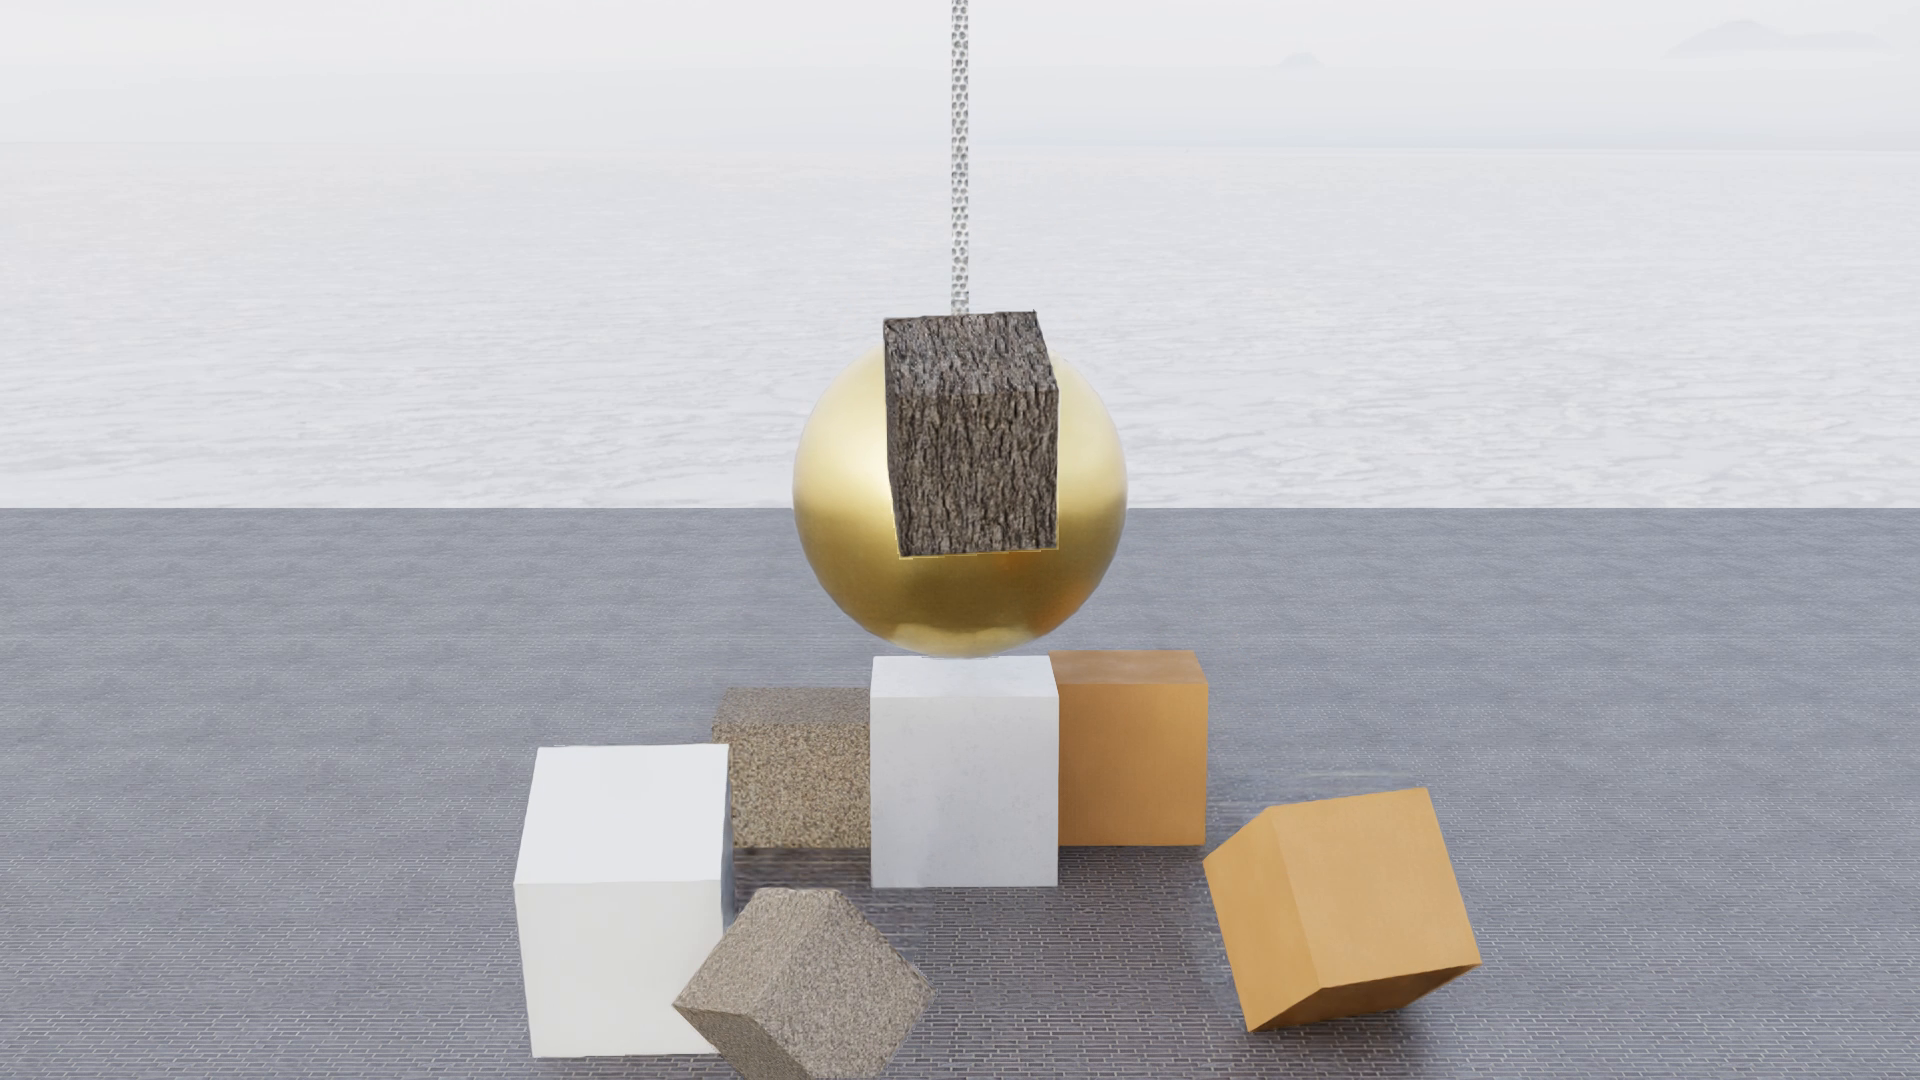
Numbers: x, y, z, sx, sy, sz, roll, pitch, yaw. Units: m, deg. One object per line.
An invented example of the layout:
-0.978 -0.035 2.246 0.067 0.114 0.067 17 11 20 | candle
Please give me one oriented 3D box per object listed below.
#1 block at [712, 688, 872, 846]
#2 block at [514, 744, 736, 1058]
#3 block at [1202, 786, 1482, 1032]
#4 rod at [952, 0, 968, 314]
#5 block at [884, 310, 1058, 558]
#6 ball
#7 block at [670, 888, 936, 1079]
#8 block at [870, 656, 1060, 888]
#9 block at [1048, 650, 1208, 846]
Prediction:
-0.838 1.163 11.372 0.800 0.642 0.726 0 10 0 | block
-1.293 1.413 8.673 0.755 0.874 0.834 -1 32 -3 | block
1.503 1.473 8.757 0.715 0.720 0.659 -4 -25 -21 | block
0.000 -3.626 10.224 0.080 5.200 0.080 0 4 0 | rod
0.037 -0.446 9.078 0.638 0.733 0.701 -4 32 -5 | block
0.000 -0.233 10.452 1.600 1.600 1.600 0 10 0 | ball
-0.546 1.602 7.691 0.545 0.538 0.534 -11 35 54 | block
0.014 1.120 10.802 0.887 0.932 0.830 0 10 -1 | block
0.854 1.063 11.378 0.766 0.838 0.733 0 10 0 | block
